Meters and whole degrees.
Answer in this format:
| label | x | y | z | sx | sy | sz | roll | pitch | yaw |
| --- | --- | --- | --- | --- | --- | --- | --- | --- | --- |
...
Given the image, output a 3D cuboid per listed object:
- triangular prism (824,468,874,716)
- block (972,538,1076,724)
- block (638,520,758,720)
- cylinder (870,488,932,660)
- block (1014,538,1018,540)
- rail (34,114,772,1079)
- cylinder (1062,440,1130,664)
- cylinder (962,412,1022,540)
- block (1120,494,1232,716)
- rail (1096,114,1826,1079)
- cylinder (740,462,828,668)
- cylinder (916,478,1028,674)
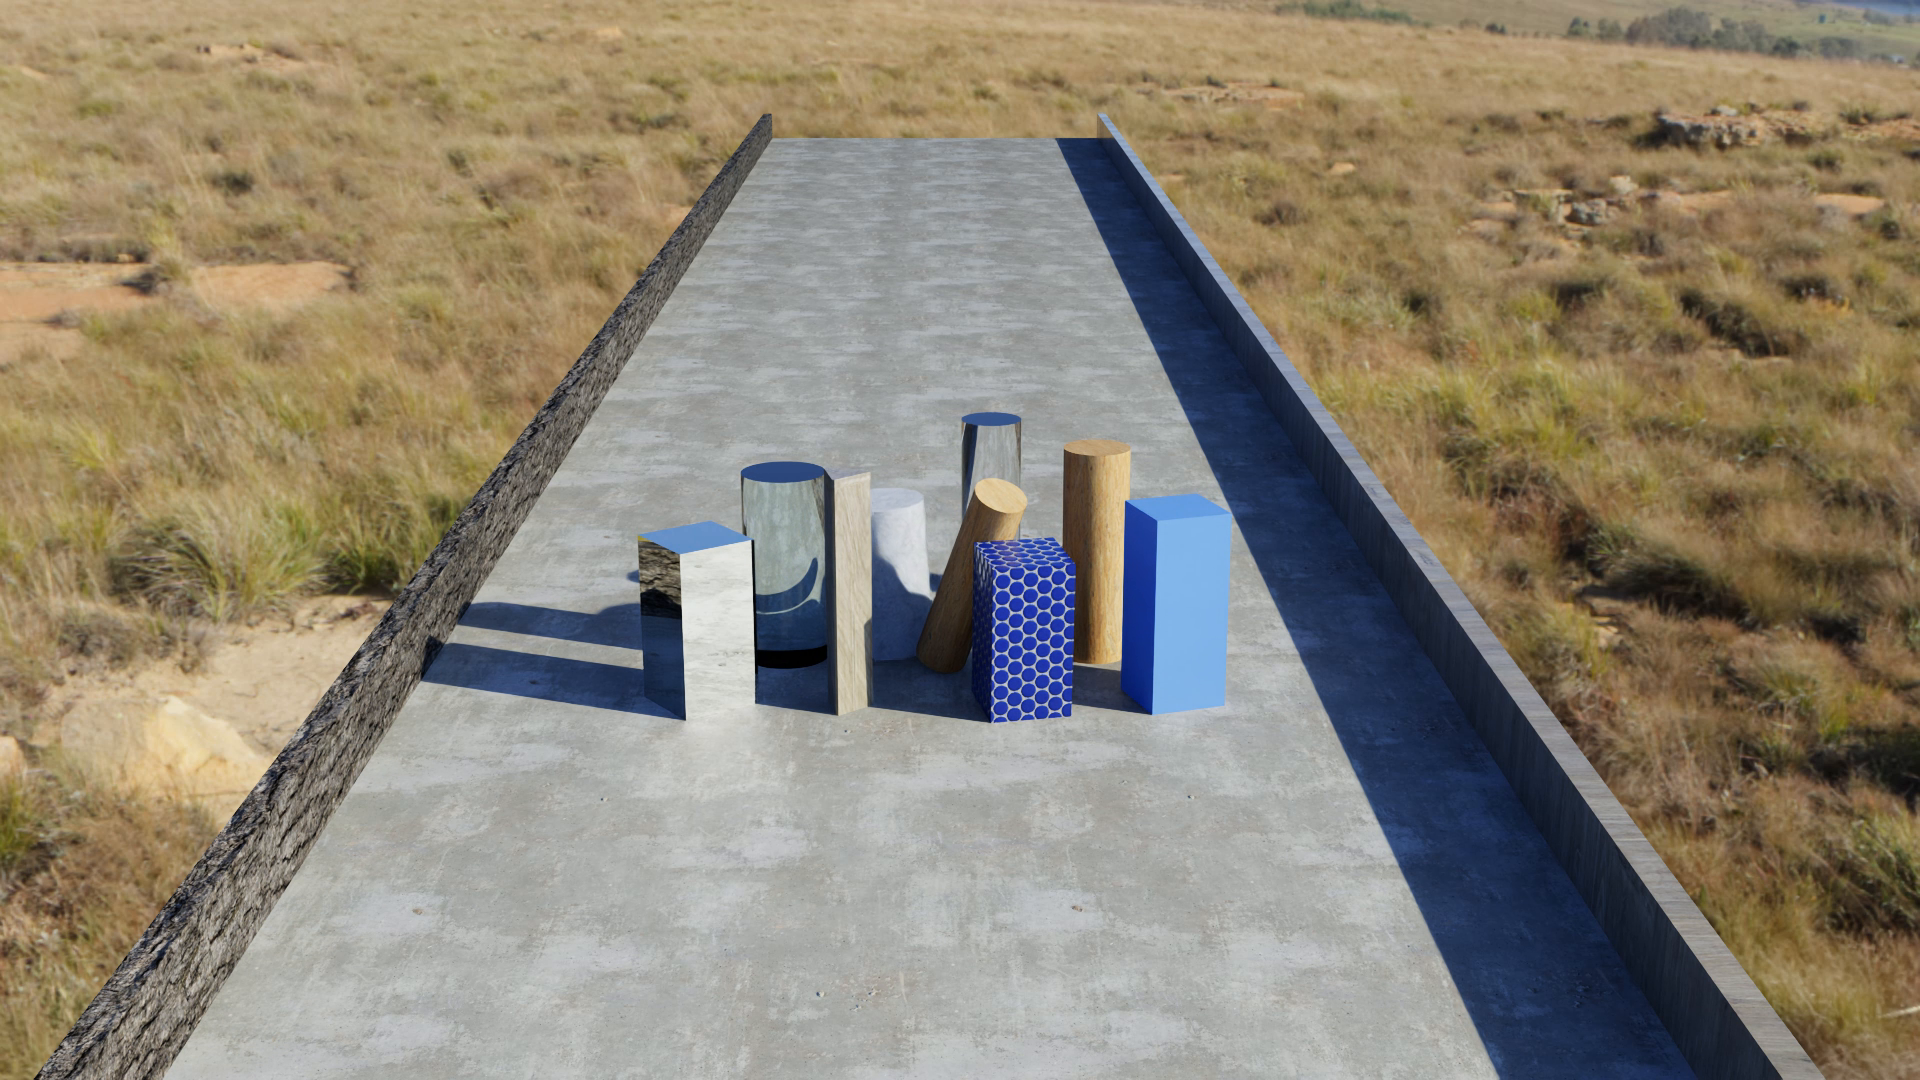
| label | x | y | z | sx | sy | sz | roll | pitch | yaw |
| --- | --- | --- | --- | --- | --- | --- | --- | --- | --- |
| triangular prism | -0.224 | 0.093 | 4.111 | 0.089 | 0.458 | 0.077 | -15 | 22 | -41 |
| block | 0.117 | 0.167 | 4.122 | 0.155 | 0.302 | 0.155 | -4 | 20 | -12 |
| block | -0.494 | 0.150 | 4.154 | 0.159 | 0.324 | 0.159 | -12 | 20 | -35 |
| cylinder | -0.152 | 0.068 | 4.438 | 0.180 | 0.310 | 0.180 | -3 | 16 | 1 |
| block | 0.223 | 0.081 | 4.770 | 0.380 | 0.105 | 0.105 | 9 | 19 | 28 |
| rail | -1.118 | -0.838 | 7.780 | 0.050 | 0.150 | 12.000 | 0 | 17 | -1 |
| cylinder | 0.271 | 0.023 | 4.394 | 0.132 | 0.430 | 0.132 | 0 | 17 | 0 |
| cylinder | 0.065 | -0.043 | 4.611 | 0.124 | 0.433 | 0.124 | 0 | 17 | 0 |
| block | 0.407 | 0.120 | 4.160 | 0.150 | 0.379 | 0.150 | -6 | 17 | -19 |
| rail | 0.932 | -0.844 | 7.801 | 0.050 | 0.150 | 12.000 | 0 | 17 | -1 |
| cylinder | -0.349 | 0.049 | 4.391 | 0.168 | 0.382 | 0.168 | 0 | 17 | 0 |
| cylinder | 0.020 | 0.073 | 4.255 | 0.103 | 0.412 | 0.103 | 13 | 37 | -10 |
